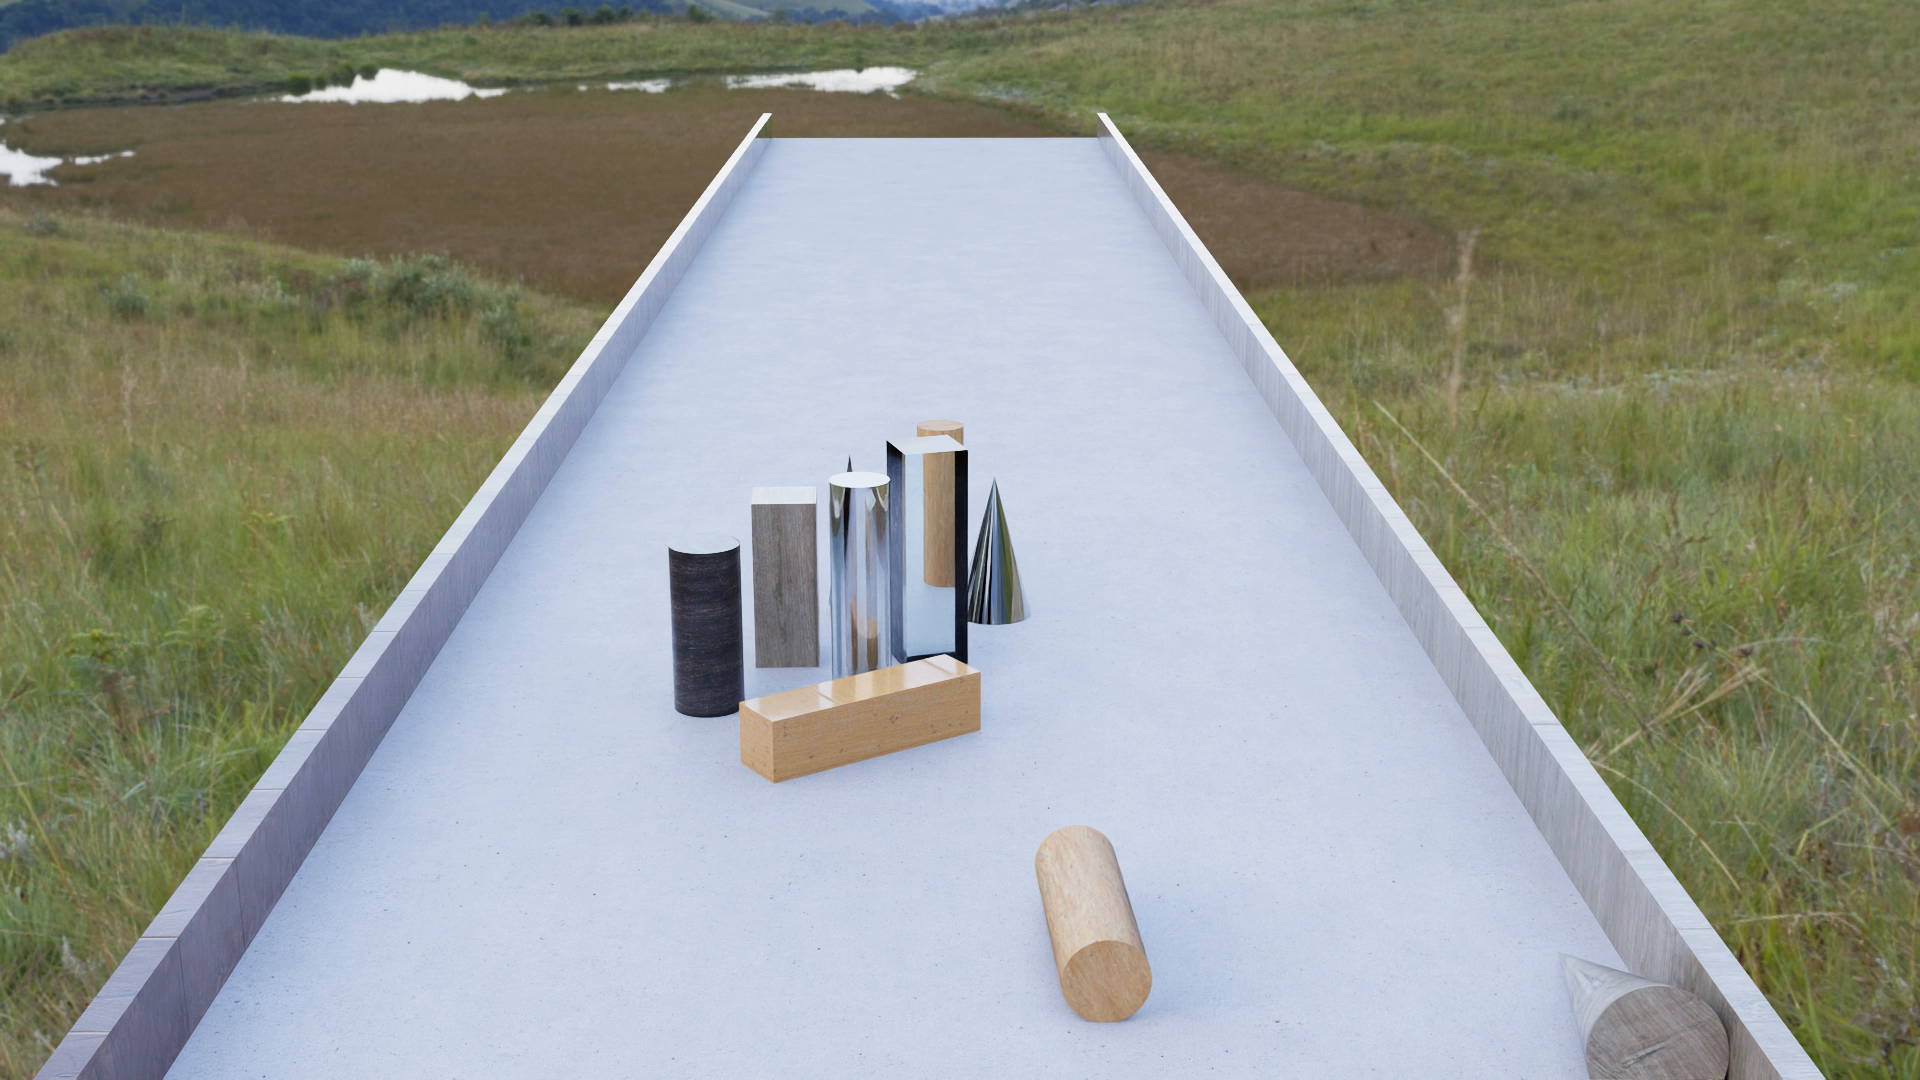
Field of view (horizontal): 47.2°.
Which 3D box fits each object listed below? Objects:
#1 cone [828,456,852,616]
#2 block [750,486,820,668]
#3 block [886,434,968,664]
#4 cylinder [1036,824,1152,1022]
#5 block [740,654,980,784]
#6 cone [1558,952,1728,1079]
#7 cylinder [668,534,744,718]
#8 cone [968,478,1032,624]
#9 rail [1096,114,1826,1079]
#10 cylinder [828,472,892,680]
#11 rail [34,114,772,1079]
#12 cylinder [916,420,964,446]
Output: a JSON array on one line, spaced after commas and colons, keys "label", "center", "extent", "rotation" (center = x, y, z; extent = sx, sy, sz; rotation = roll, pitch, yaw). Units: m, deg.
[{"label": "cone", "center": [-0.232, -0.014, 4.661], "extent": [0.106, 0.350, 0.106], "rotation": [0, 17, 0]}, {"label": "block", "center": [-0.346, 0.074, 4.386], "extent": [0.126, 0.338, 0.126], "rotation": [-1, 17, -2]}, {"label": "block", "center": [-0.065, 0.025, 4.368], "extent": [0.128, 0.442, 0.128], "rotation": [-5, 17, -18]}, {"label": "cylinder", "center": [0.188, 0.546, 3.172], "extent": [0.125, 0.125, 0.382], "rotation": [-1, 17, -3]}, {"label": "block", "center": [-0.175, 0.318, 3.956], "extent": [0.440, 0.115, 0.115], "rotation": [-11, 20, -33]}, {"label": "cone", "center": [0.872, 0.623, 2.978], "extent": [0.179, 0.179, 0.459], "rotation": [0, 5, 0]}, {"label": "cylinder", "center": [-0.475, 0.160, 4.127], "extent": [0.133, 0.321, 0.133], "rotation": [0, 17, 0]}, {"label": "cone", "center": [0.073, 0.011, 4.659], "extent": [0.160, 0.303, 0.160], "rotation": [0, 17, 0]}, {"label": "rail", "center": [0.932, -0.844, 7.801], "extent": [0.050, 0.150, 12.000], "rotation": [0, 17, -1]}, {"label": "cylinder", "center": [-0.186, 0.098, 4.132], "extent": [0.113, 0.437, 0.113], "rotation": [0, 17, 0]}, {"label": "rail", "center": [-1.118, -0.838, 7.780], "extent": [0.050, 0.150, 12.000], "rotation": [0, 17, -1]}, {"label": "cylinder", "center": [-0.044, -0.088, 4.914], "extent": [0.103, 0.347, 0.103], "rotation": [0, 17, 0]}]
